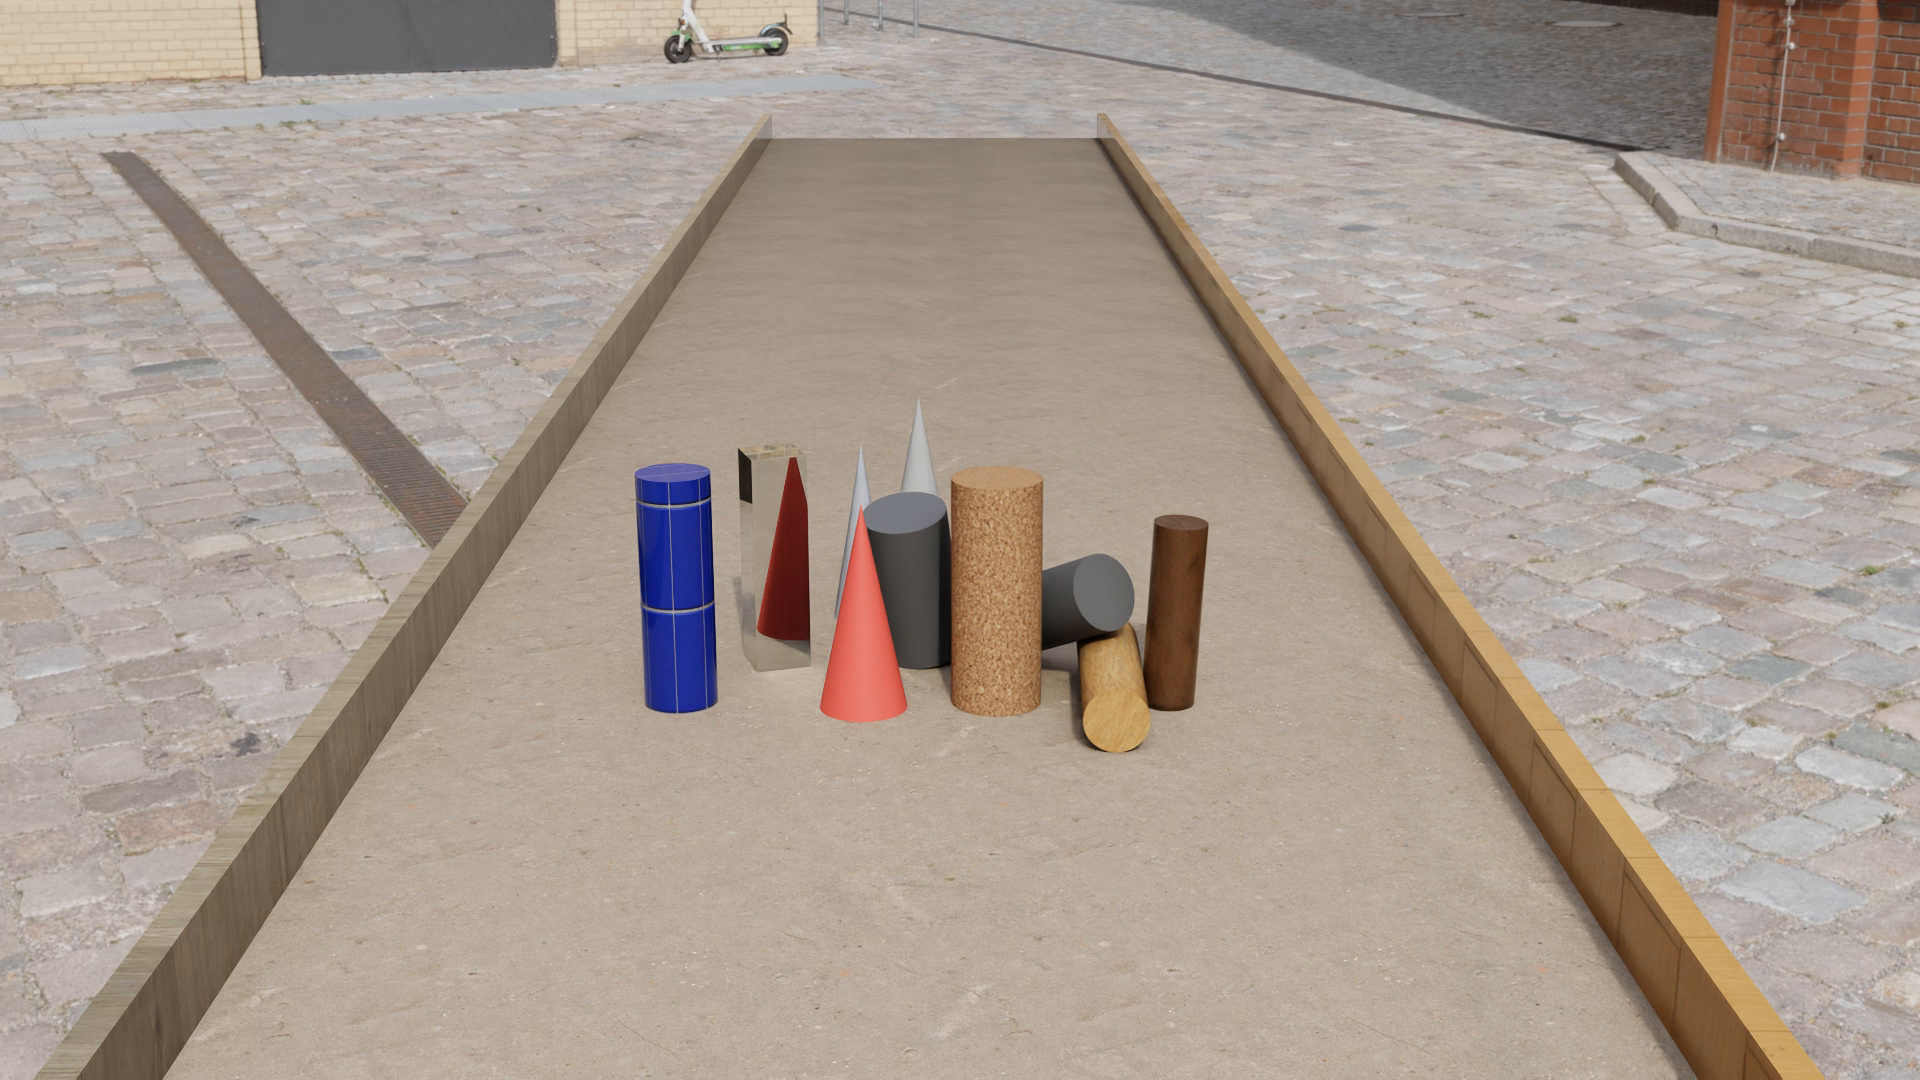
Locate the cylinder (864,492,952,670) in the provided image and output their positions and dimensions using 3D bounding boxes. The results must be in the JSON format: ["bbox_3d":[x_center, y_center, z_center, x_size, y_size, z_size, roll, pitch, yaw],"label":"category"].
[{"bbox_3d":[-0.092,0.080,4.357,0.168,0.310,0.168,-6,29,3],"label":"cylinder"}]

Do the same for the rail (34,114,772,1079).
[{"bbox_3d":[-1.118,-0.838,7.780,0.050,0.150,12.000,0,17,-1],"label":"rail"}]

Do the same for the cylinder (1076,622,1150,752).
[{"bbox_3d":[0.285,0.263,4.131,0.121,0.121,0.424,0,17,1],"label":"cylinder"}]

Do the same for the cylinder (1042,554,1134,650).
[{"bbox_3d":[0.171,0.135,4.277,0.150,0.150,0.347,-13,-4,-38],"label":"cylinder"}]

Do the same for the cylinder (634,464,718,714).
[{"bbox_3d":[-0.531,0.091,4.128,0.139,0.451,0.139,0,17,0],"label":"cylinder"}]

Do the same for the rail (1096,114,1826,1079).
[{"bbox_3d":[0.932,-0.844,7.801,0.050,0.150,12.000,0,17,-1],"label":"rail"}]

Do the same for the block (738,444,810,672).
[{"bbox_3d":[-0.367,0.035,4.350,0.110,0.432,0.110,-6,17,-18],"label":"block"}]

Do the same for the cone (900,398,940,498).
[{"bbox_3d":[-0.091,-0.116,4.879,0.164,0.419,0.164,0,17,0],"label":"cone"}]

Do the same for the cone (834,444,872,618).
[{"bbox_3d":[-0.207,-0.022,4.637,0.122,0.378,0.122,0,17,0],"label":"cone"}]

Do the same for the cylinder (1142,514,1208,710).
[{"bbox_3d":[0.403,0.137,4.136,0.102,0.355,0.102,2,17,-1],"label":"cylinder"}]

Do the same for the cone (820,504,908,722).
[{"bbox_3d":[-0.183,0.124,4.111,0.166,0.399,0.166,0,17,0],"label":"cone"}]

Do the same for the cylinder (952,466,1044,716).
[{"bbox_3d":[0.069,0.096,4.132,0.171,0.440,0.171,0,17,0],"label":"cylinder"}]
